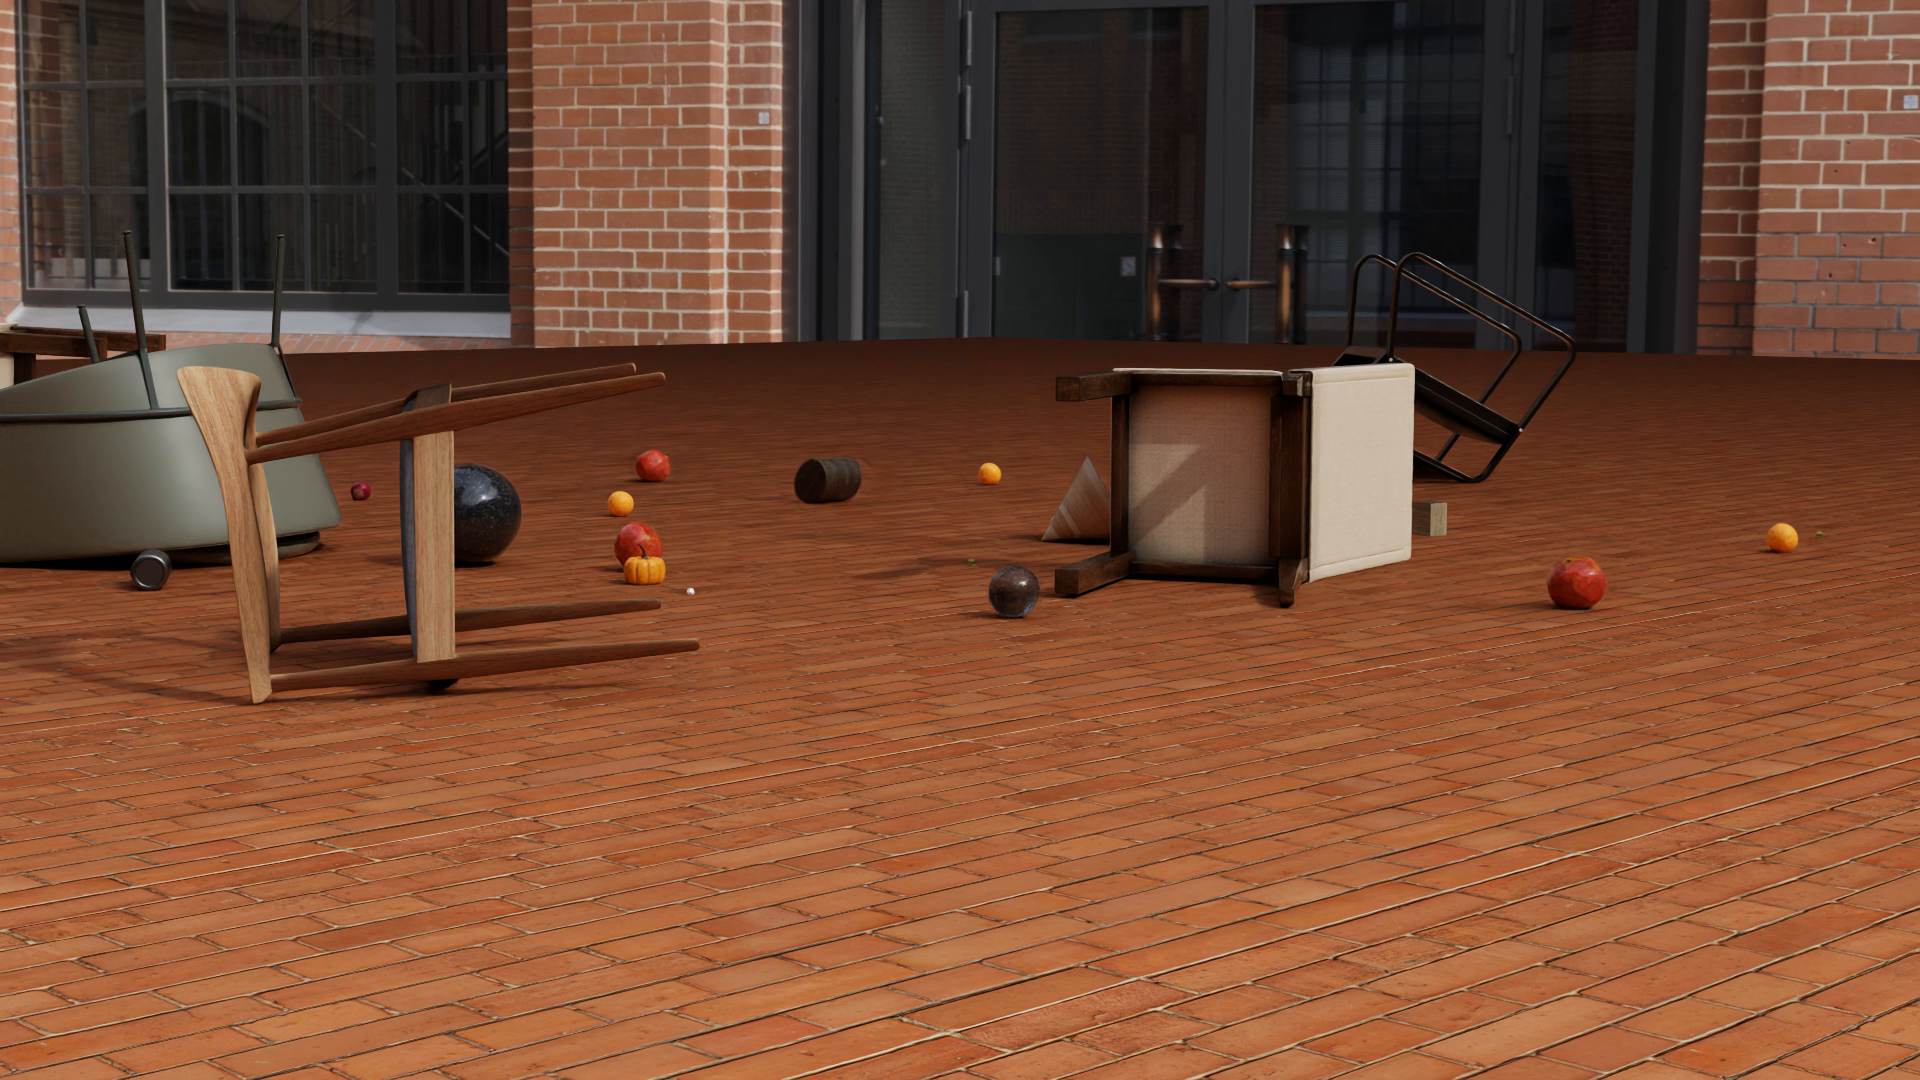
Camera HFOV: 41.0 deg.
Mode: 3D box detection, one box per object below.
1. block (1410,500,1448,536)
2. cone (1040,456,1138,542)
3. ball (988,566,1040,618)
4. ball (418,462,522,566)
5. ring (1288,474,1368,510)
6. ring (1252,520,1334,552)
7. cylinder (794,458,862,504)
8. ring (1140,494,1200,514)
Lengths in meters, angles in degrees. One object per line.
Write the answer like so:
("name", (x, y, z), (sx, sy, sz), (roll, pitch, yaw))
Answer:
("block", (1.194, -0.055, 6.542), (0.058, 0.083, 0.072), (-4, 7, -35))
("cone", (0.290, -0.049, 6.364), (0.209, 0.239, 0.280), (-31, 32, 4))
("ball", (0.105, 0.100, 4.957), (0.100, 0.100, 0.100), (0, 6, 0))
("ball", (-1.115, -0.059, 5.840), (0.234, 0.234, 0.234), (0, 6, 0))
("ring", (1.042, -0.134, 7.269), (0.255, 0.093, 0.175), (-5, 6, -33))
("ring", (0.803, -0.010, 6.173), (0.237, 0.070, 0.116), (-2, 5, -31))
("cylinder", (-0.384, -0.174, 7.477), (0.152, 0.137, 0.114), (-7, 51, -49))
("ring", (0.591, -0.102, 7.208), (0.152, 0.040, 0.285), (4, 6, 24))
